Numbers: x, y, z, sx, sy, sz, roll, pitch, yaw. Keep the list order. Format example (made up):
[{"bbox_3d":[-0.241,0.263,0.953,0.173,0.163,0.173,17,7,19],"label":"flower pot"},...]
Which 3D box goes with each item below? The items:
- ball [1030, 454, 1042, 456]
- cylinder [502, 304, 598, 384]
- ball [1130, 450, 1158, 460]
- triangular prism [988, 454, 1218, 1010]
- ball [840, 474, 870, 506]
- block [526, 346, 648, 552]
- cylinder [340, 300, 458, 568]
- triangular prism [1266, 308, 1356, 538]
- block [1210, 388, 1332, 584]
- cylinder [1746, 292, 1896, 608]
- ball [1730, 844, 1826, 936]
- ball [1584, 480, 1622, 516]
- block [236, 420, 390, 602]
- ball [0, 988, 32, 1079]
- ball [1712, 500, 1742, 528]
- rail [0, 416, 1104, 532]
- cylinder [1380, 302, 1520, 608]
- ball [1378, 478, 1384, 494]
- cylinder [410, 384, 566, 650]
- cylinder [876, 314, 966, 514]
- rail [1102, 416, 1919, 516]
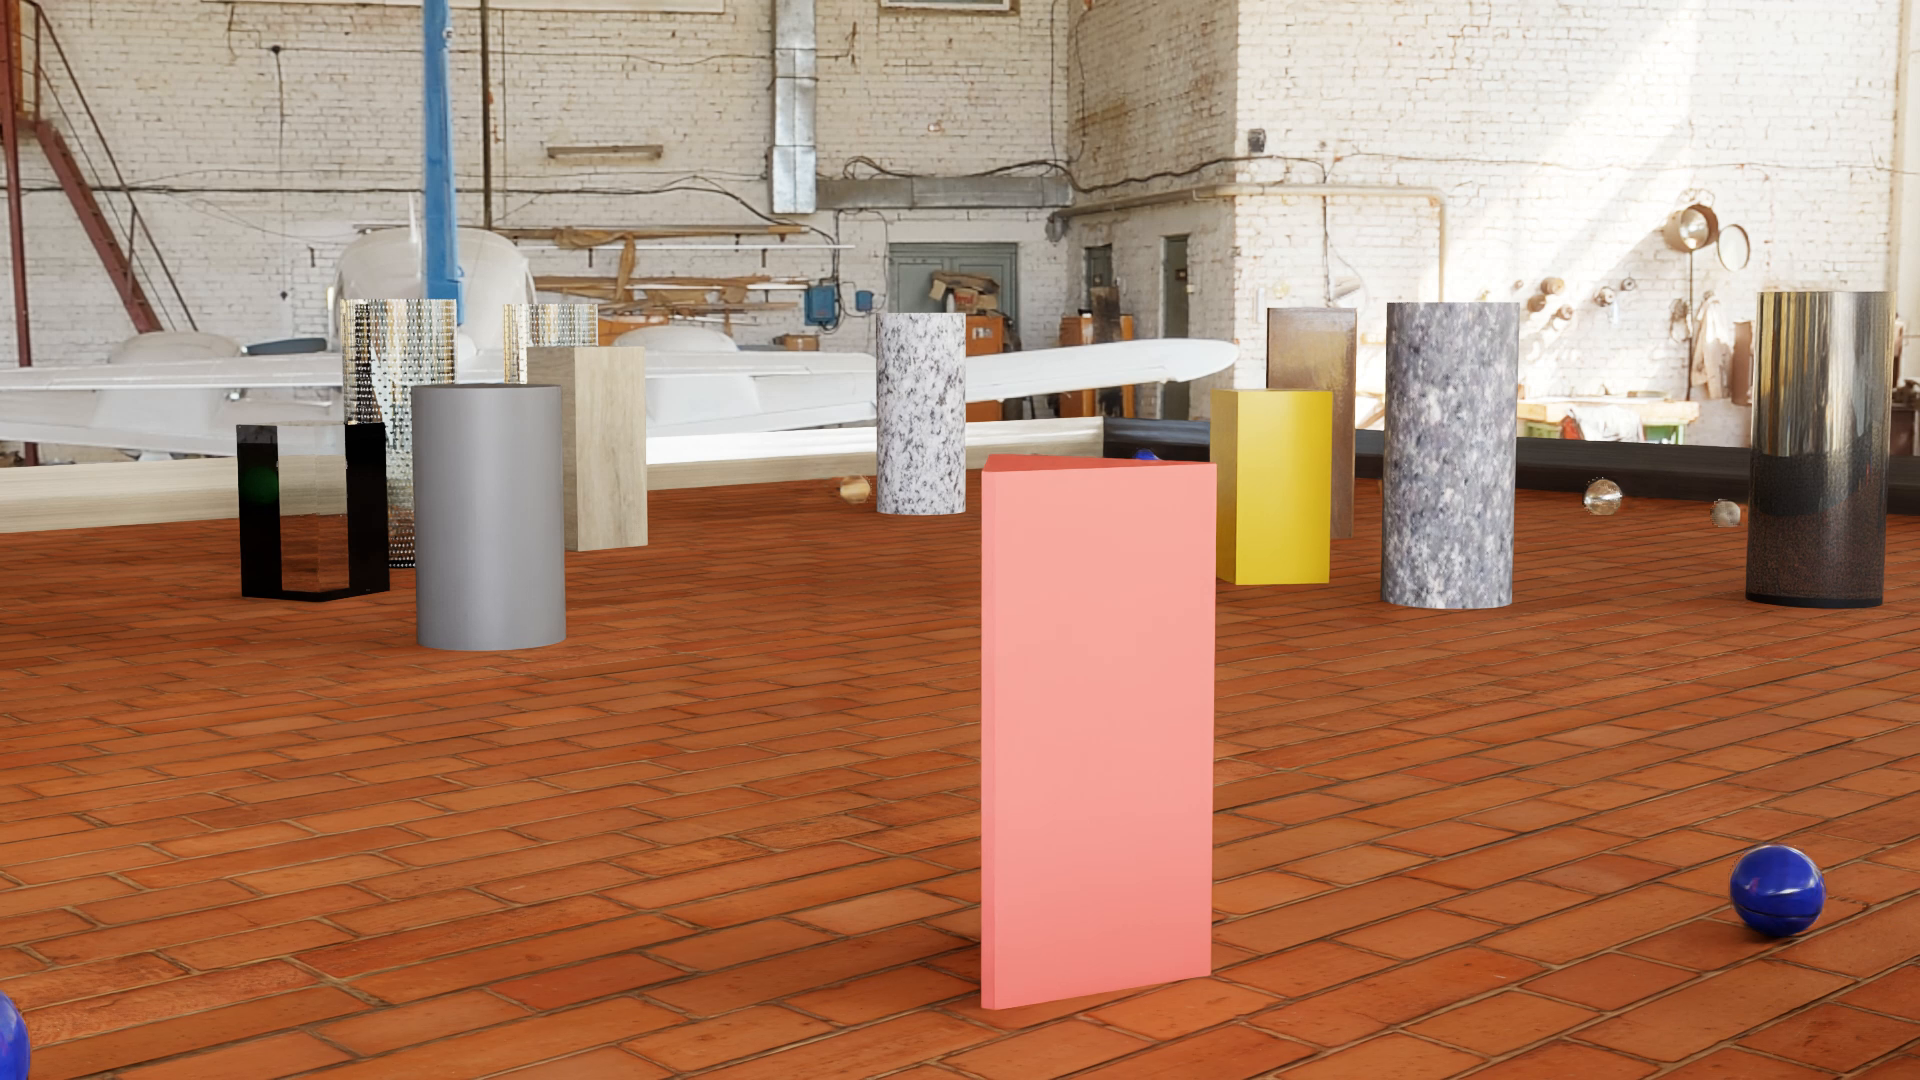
[{"bbox_3d":[0.196,-0.183,5.669,0.077,0.077,0.077,0,6,0],"label":"ball"},{"bbox_3d":[-0.865,-0.270,4.666,0.198,0.458,0.198,0,6,0],"label":"cylinder"},{"bbox_3d":[0.495,-0.206,5.904,0.075,0.075,0.075,0,6,0],"label":"ball"},{"bbox_3d":[0.059,0.118,1.493,0.172,0.344,0.149,-3,7,-27],"label":"triangular prism"},{"bbox_3d":[-0.242,-0.115,5.052,0.070,0.070,0.070,0,6,0],"label":"ball"},{"bbox_3d":[-0.708,-0.178,4.173,0.159,0.377,0.159,-6,8,-44],"label":"block"},{"bbox_3d":[-0.985,-0.191,3.883,0.198,0.464,0.198,0,6,0],"label":"cylinder"},{"bbox_3d":[0.696,-0.237,4.381,0.172,0.451,0.149,1,6,8],"label":"triangular prism"},{"bbox_3d":[0.514,-0.092,3.658,0.159,0.314,0.159,-1,6,-10],"label":"block"},{"bbox_3d":[1.317,-0.142,3.370,0.198,0.473,0.198,0,6,0],"label":"cylinder"},{"bbox_3d":[0.584,0.250,1.571,0.065,0.065,0.065,0,6,0],"label":"ball"},{"bbox_3d":[1.398,-0.091,4.777,0.080,0.080,0.080,0,6,0],"label":"ball"},{"bbox_3d":[-1.016,-0.049,3.459,0.159,0.269,0.159,3,7,26],"label":"block"},{"bbox_3d":[-0.545,0.276,1.162,0.099,0.099,0.099,0,6,0],"label":"ball"},{"bbox_3d":[1.576,-0.053,4.521,0.056,0.056,0.056,0,6,0],"label":"ball"},{"bbox_3d":[-1.409,-0.125,4.850,5.039,0.129,0.045,-5,8,-42],"label":"rail"},{"bbox_3d":[0.750,-0.134,3.370,0.198,0.457,0.198,0,6,0],"label":"cylinder"},{"bbox_3d":[1.027,-0.128,5.254,0.054,0.054,0.054,0,6,0],"label":"ball"},{"bbox_3d":[-0.635,-0.036,2.969,0.198,0.344,0.198,0,6,0],"label":"cylinder"},{"bbox_3d":[-0.087,-0.284,4.887,0.198,0.439,0.198,0,6,0],"label":"cylinder"},{"bbox_3d":[1.834,-0.142,5.015,0.045,0.129,4.203,-5,8,-42],"label":"rail"}]
